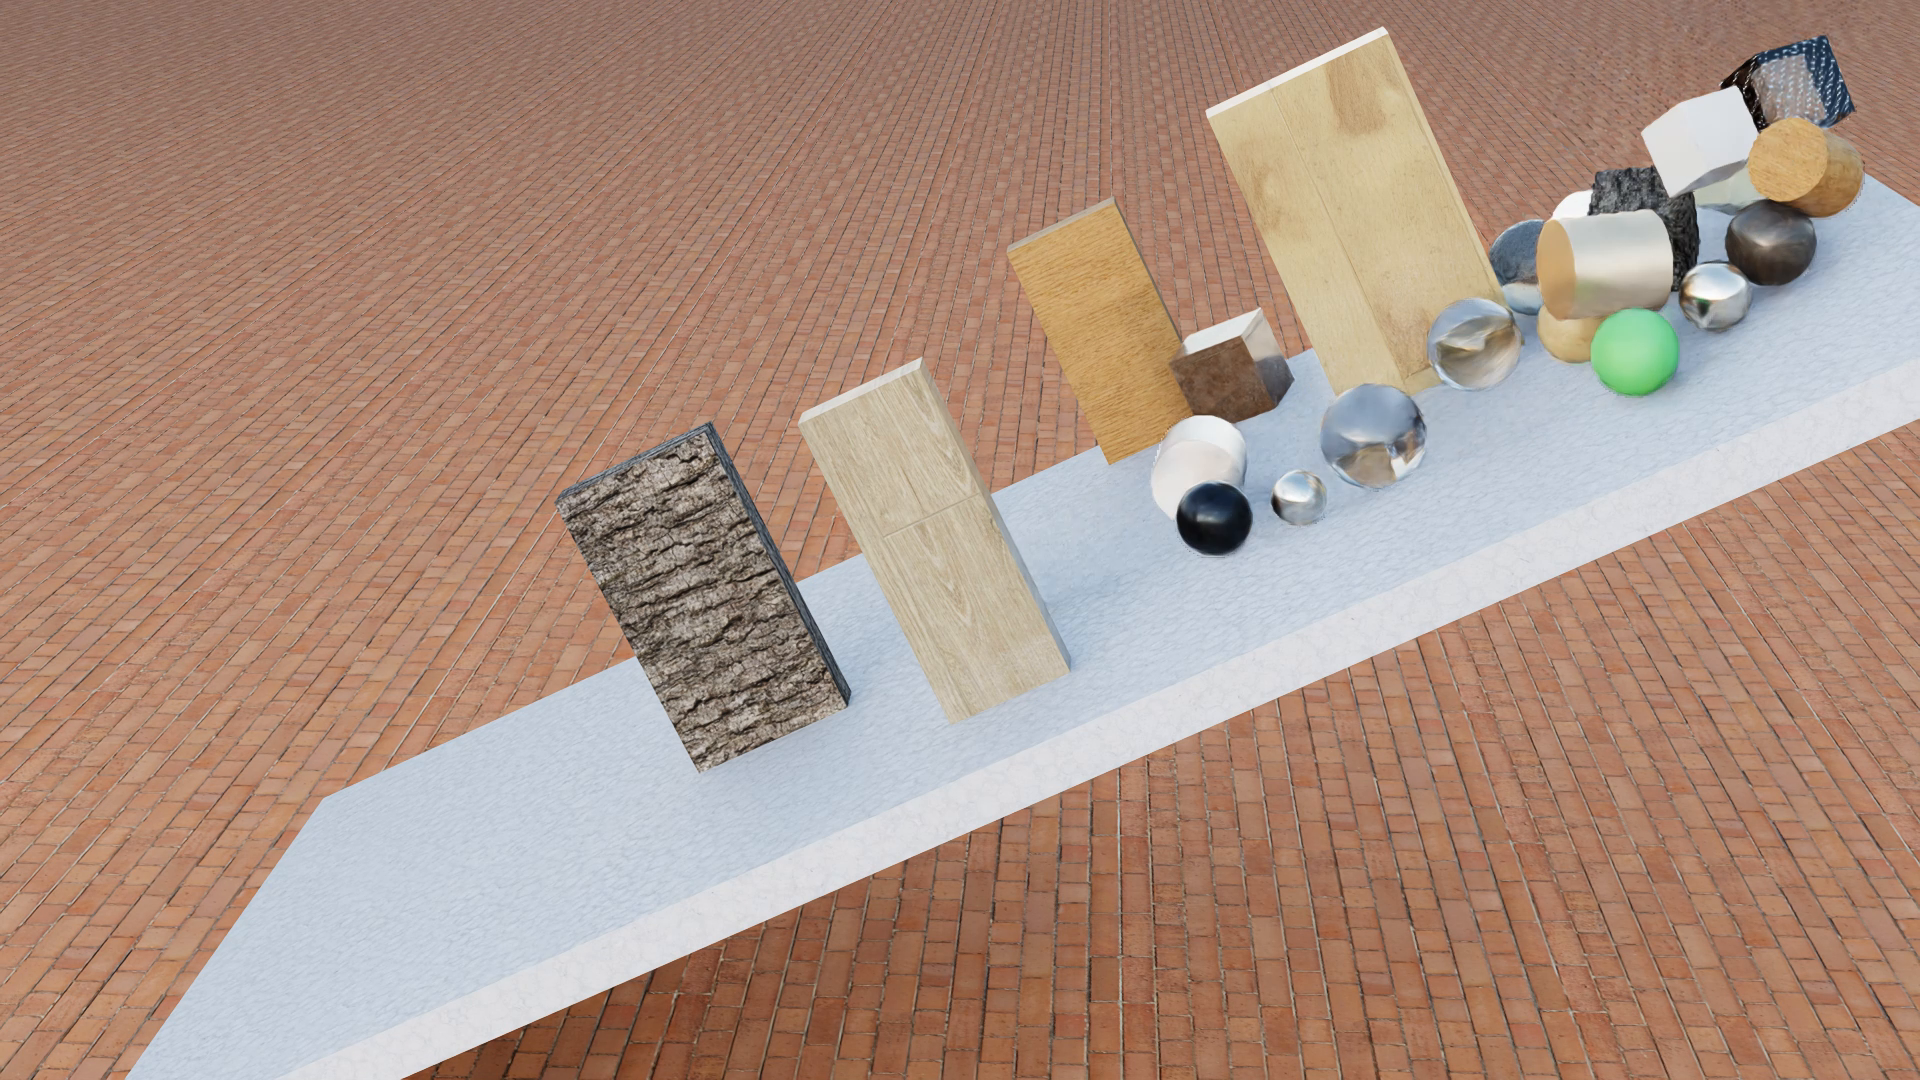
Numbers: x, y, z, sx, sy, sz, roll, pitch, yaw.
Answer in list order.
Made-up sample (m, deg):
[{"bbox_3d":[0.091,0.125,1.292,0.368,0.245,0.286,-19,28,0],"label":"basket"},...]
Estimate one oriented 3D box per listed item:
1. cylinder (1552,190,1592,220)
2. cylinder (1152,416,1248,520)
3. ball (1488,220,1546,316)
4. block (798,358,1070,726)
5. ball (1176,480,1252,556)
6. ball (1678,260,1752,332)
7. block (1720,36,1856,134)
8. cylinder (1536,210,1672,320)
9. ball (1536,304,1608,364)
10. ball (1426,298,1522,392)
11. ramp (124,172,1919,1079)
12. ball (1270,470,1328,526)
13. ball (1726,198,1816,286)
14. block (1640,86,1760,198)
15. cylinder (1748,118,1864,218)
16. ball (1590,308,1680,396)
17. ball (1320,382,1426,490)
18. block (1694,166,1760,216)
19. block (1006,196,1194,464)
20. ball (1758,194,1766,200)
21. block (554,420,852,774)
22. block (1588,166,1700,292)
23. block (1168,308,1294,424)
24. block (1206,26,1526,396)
[{"bbox_3d":[1.417,-0.675,6.432,0.183,0.183,0.183,-6,6,-19],"label":"cylinder"},{"bbox_3d":[0.503,-0.145,6.145,0.187,0.187,0.187,3,19,9],"label":"cylinder"},{"bbox_3d":[1.247,-0.591,6.387,0.207,0.207,0.207,0,16,0],"label":"ball"},{"bbox_3d":[-0.044,0.005,5.596,0.254,0.656,0.096,-24,13,9],"label":"block"},{"bbox_3d":[0.504,-0.044,5.837,0.152,0.152,0.152,0,16,0],"label":"ball"},{"bbox_3d":[1.458,-0.472,5.681,0.138,0.138,0.138,0,16,0],"label":"ball"},{"bbox_3d":[1.713,-0.919,6.098,0.168,0.168,0.168,-17,-8,-14],"label":"block"},{"bbox_3d":[1.253,-0.535,5.724,0.198,0.198,0.198,-7,17,-10],"label":"cylinder"},{"bbox_3d":[1.239,-0.433,5.907,0.158,0.158,0.158,0,16,0],"label":"ball"},{"bbox_3d":[1.057,-0.402,6.055,0.194,0.194,0.194,0,16,0],"label":"ball"},{"bbox_3d":[0.137,0.168,6.282,4.000,0.100,2.000,-24,13,9],"label":"ramp"},{"bbox_3d":[0.665,-0.083,5.768,0.111,0.111,0.111,0,16,0],"label":"ball"},{"bbox_3d":[1.593,-0.585,5.780,0.173,0.173,0.173,0,16,0],"label":"ball"},{"bbox_3d":[1.498,-0.802,5.928,0.148,0.148,0.148,-19,-9,-22],"label":"block"},{"bbox_3d":[1.654,-0.727,5.754,0.164,0.164,0.164,14,3,41],"label":"cylinder"},{"bbox_3d":[1.270,-0.354,5.536,0.164,0.164,0.164,0,16,0],"label":"ball"},{"bbox_3d":[0.807,-0.203,5.744,0.208,0.208,0.208,0,16,0],"label":"ball"},{"bbox_3d":[1.671,-0.771,6.282,0.140,0.140,0.140,10,1,-20],"label":"block"},{"bbox_3d":[0.357,-0.491,6.923,0.276,0.562,0.096,-24,13,9],"label":"block"},{"bbox_3d":[1.684,-0.666,6.036,0.117,0.117,0.117,0,16,0],"label":"ball"},{"bbox_3d":[-0.528,0.122,6.091,0.347,0.648,0.103,-24,13,9],"label":"block"},{"bbox_3d":[1.415,-0.640,6.084,0.190,0.190,0.190,-3,36,22],"label":"block"},{"bbox_3d":[0.632,-0.392,6.834,0.191,0.191,0.191,-20,15,27],"label":"block"},{"bbox_3d":[0.864,-0.666,6.264,0.410,0.727,0.124,-24,13,9],"label":"block"}]
